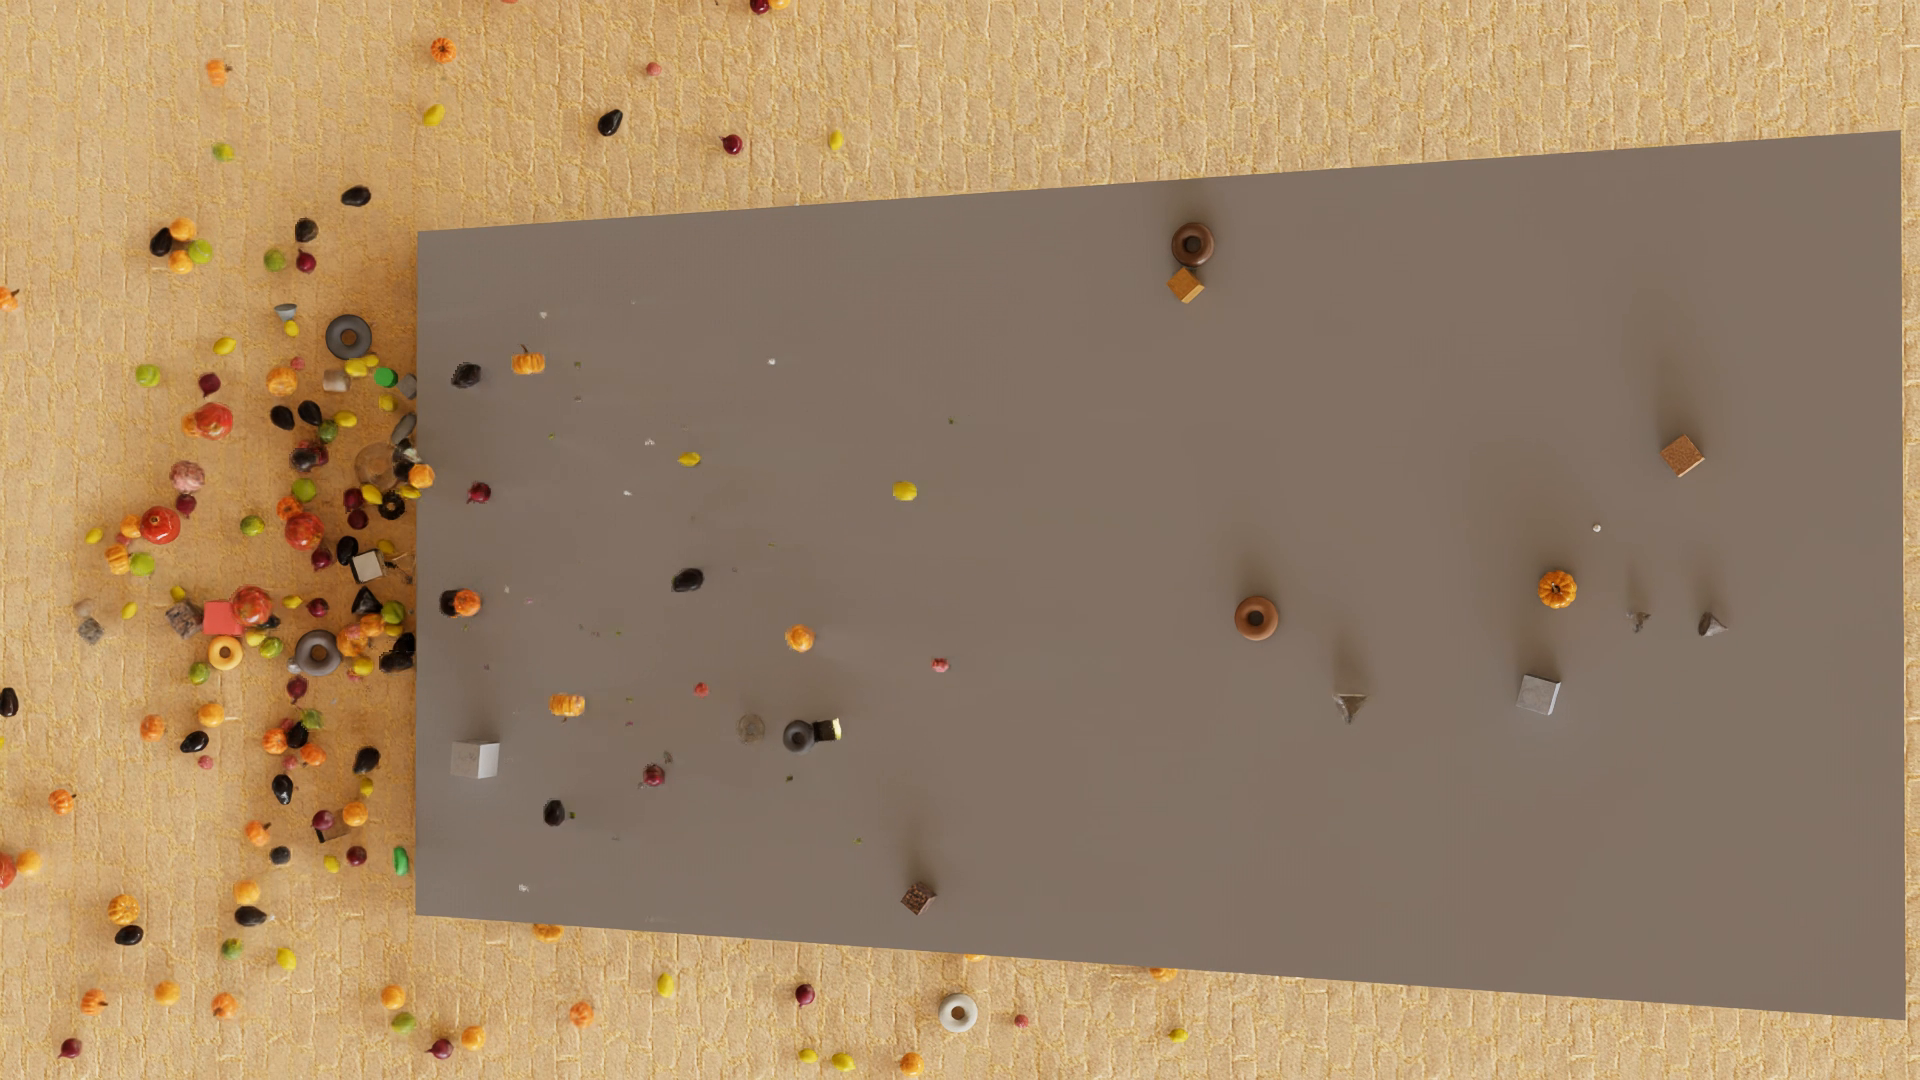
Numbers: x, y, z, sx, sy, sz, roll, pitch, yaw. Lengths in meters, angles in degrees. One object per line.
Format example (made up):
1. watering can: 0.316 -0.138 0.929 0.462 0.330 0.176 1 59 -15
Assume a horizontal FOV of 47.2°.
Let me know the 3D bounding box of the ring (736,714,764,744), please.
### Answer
1. ring: -0.572 0.517 6.004 0.083 0.028 0.083 0 90 21

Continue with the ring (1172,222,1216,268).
1. ring: 0.588 -0.745 5.546 0.113 0.038 0.113 0 90 21

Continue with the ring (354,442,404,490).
1. ring: -1.720 -0.217 6.508 0.145 0.048 0.145 0 90 1

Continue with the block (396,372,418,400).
1. block: -1.626 -0.454 6.507 0.054 0.054 0.054 -44 89 -1

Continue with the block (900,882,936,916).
1. block: -0.108 0.945 5.795 0.058 0.058 0.058 38 103 18

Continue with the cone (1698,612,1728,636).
1. cone: 1.745 0.199 5.074 0.057 0.057 0.057 14 89 -5

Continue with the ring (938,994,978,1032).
1. ring: -0.006 1.396 6.492 0.117 0.039 0.117 0 90 -1

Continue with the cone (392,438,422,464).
1. cone: -1.604 -0.243 6.427 0.080 0.080 0.080 30 89 5

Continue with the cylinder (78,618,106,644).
1. cylinder: -2.565 0.268 6.497 0.057 0.057 0.057 42 89 0

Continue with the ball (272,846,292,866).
1. ball: -2.003 0.932 6.489 0.056 0.056 0.056 0 89 0

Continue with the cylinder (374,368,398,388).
1. cylinder: -1.698 -0.481 6.507 0.057 0.057 0.057 0 89 0

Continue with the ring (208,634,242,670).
1. ring: -2.175 0.333 6.508 0.105 0.035 0.105 0 88 0

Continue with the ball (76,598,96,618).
1. ball: -2.585 0.200 6.498 0.056 0.056 0.056 0 89 0

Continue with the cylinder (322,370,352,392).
1. cylinder: -1.842 -0.471 6.503 0.065 0.065 0.065 3 89 0

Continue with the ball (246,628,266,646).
1. ball: -2.082 0.288 6.498 0.055 0.055 0.055 0 89 0

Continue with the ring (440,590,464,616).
1. ring: -1.474 0.182 6.373 0.076 0.025 0.076 0 90 22

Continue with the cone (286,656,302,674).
1. cone: -1.972 0.370 6.497 0.054 0.054 0.054 0 89 0

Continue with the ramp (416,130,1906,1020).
1. ramp: 0.283 0.086 5.733 4.000 0.100 2.000 0 89 22

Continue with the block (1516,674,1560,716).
1. block: 1.367 0.364 5.197 0.077 0.077 0.077 17 95 21

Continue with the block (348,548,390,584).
1. block: -1.745 0.078 6.487 0.082 0.082 0.082 -20 89 0

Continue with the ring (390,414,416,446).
1. ring: -1.640 -0.326 6.482 0.037 0.110 0.110 36 89 -20

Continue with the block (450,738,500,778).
1. block: -1.389 0.626 6.296 0.095 0.095 0.095 6 91 22

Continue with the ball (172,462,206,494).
1. ball: -2.275 -0.185 6.484 0.095 0.095 0.095 0 89 0

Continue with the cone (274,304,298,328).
1. cone: -1.996 -0.658 6.522 0.067 0.067 0.067 0 116 0

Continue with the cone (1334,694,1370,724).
1. cone: 0.969 0.397 5.379 0.080 0.080 0.080 -23 89 -7

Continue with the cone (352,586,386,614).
1. cone: -1.737 0.194 6.506 0.092 0.092 0.092 27 89 -26

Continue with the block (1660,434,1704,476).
1. block: 1.670 -0.195 5.086 0.069 0.069 0.069 -40 76 17

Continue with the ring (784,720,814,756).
1. ring: -0.435 0.535 5.947 0.094 0.031 0.094 0 90 21

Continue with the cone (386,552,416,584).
1. cone: -1.631 0.062 6.507 0.096 0.096 0.096 36 62 0

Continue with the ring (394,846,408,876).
1. ring: -1.646 0.947 6.479 0.029 0.087 0.087 -9 89 -26

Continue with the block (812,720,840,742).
1. block: -0.357 0.511 5.904 0.052 0.052 0.052 -8 86 22

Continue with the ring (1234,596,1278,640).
1. ring: 0.738 0.195 5.474 0.111 0.037 0.111 -1 88 23

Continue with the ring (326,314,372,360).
1. ring: -1.811 -0.600 6.514 0.137 0.046 0.137 0 91 0

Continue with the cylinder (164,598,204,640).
1. cylinder: -2.278 0.232 6.481 0.090 0.090 0.090 -40 89 0

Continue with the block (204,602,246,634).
1. block: -2.166 0.230 6.479 0.094 0.094 0.094 2 89 0

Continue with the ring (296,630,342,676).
1. ring: -1.896 0.334 6.502 0.139 0.046 0.139 0 89 -1

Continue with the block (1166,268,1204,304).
1. block: 0.568 -0.641 5.540 0.060 0.060 0.060 -42 75 16

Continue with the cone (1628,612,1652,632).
1. cone: 1.595 0.182 5.136 0.050 0.050 0.050 -23 89 -7

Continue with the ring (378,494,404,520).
1. ring: -1.685 -0.099 6.517 0.079 0.026 0.079 0 90 0

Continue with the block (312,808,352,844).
1. block: -1.851 0.842 6.480 0.076 0.076 0.076 -20 89 0
